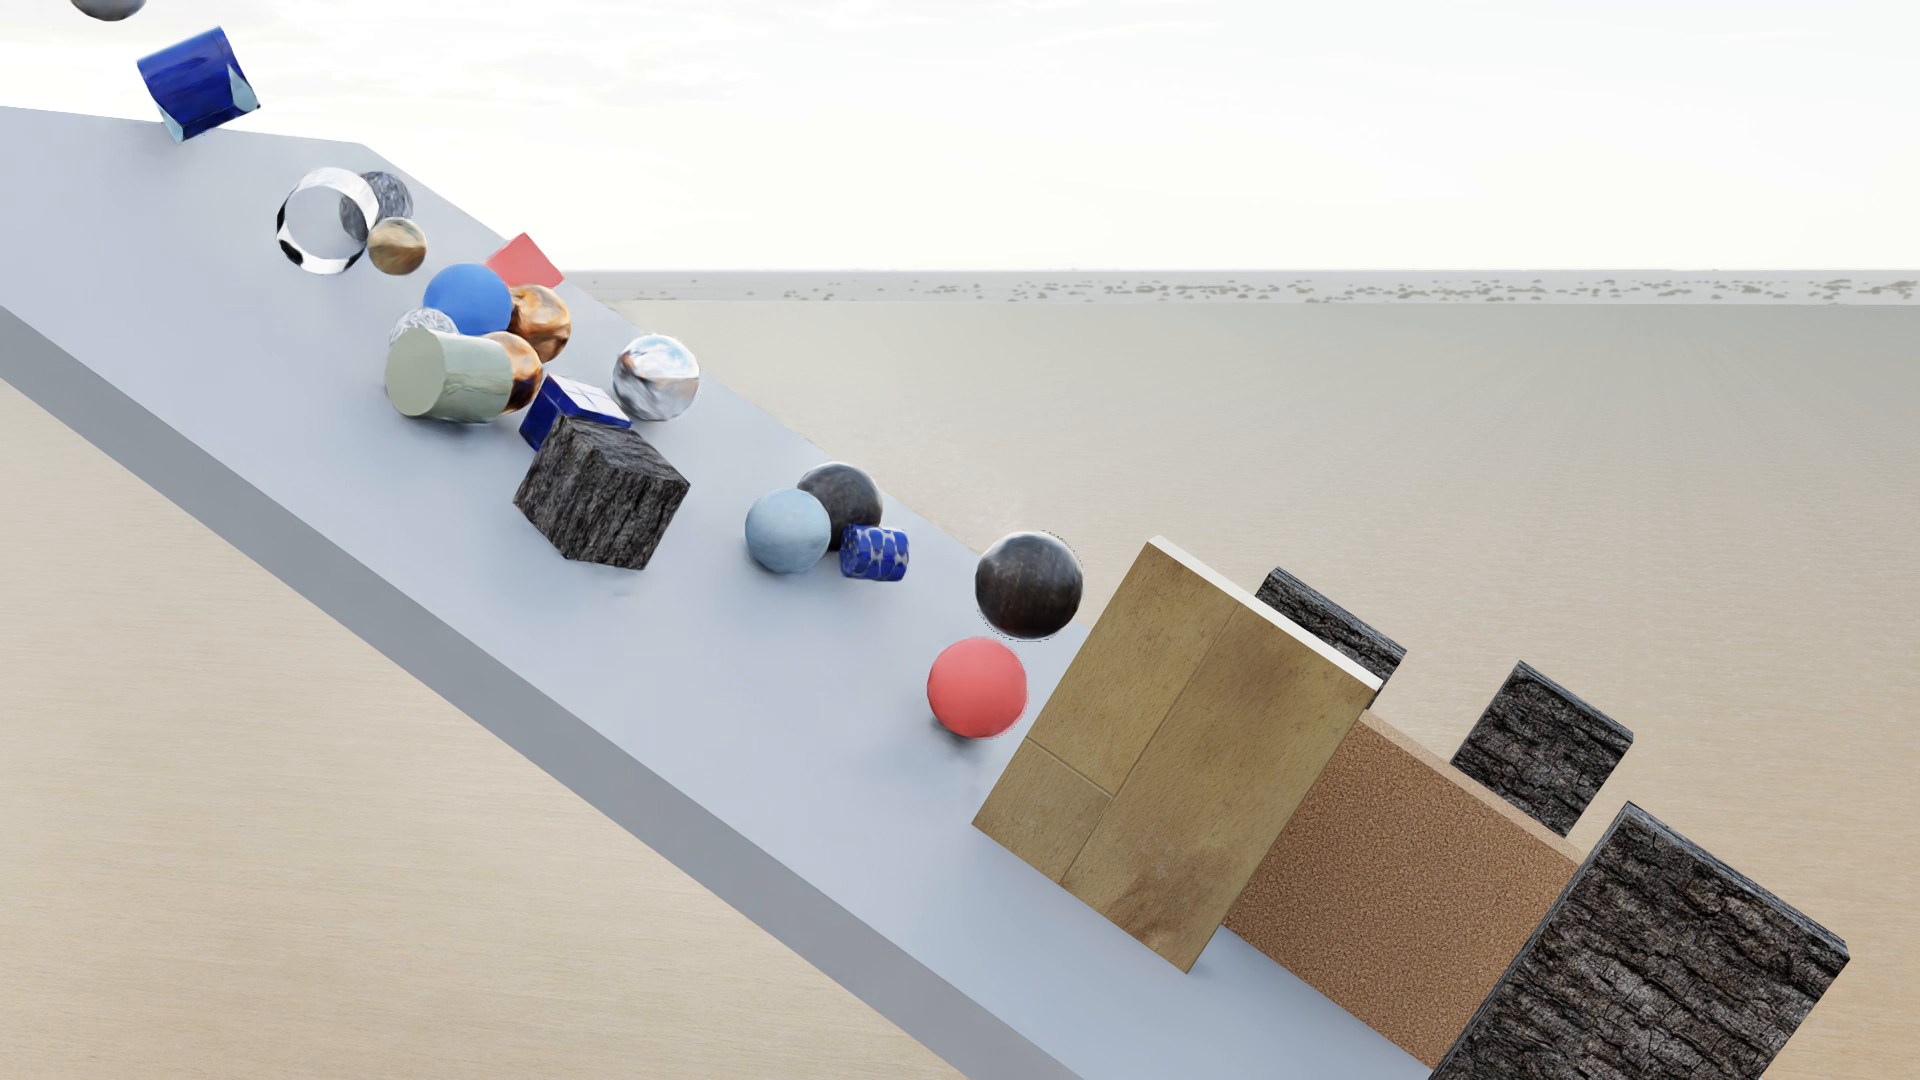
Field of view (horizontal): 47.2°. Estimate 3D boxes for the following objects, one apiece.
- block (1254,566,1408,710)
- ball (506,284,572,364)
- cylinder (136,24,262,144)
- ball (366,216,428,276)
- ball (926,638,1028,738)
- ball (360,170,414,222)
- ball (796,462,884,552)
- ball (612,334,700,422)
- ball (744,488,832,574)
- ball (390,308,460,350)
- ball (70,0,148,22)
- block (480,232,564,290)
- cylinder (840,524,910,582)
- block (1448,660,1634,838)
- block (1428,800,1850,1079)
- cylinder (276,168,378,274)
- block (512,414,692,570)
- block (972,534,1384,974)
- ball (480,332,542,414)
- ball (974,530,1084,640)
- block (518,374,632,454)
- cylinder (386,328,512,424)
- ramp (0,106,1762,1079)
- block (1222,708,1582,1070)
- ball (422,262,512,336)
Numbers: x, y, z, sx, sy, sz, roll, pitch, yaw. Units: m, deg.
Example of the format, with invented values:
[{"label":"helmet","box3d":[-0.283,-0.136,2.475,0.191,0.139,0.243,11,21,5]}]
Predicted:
[{"label":"block","box3d":[0.684,0.318,4.608,0.321,0.406,0.119,34,15,11]},{"label":"ball","box3d":[-0.880,-0.440,4.493,0.169,0.169,0.169,0,7,0]},{"label":"cylinder","box3d":[-1.589,-0.954,4.596,0.188,0.188,0.188,-26,12,-10]},{"label":"ball","box3d":[-1.091,-0.569,4.263,0.114,0.114,0.114,0,7,0]},{"label":"ball","box3d":[0.031,0.265,3.943,0.181,0.181,0.181,0,7,0]},{"label":"ball","box3d":[-1.251,-0.719,4.727,0.146,0.146,0.146,0,7,0]},{"label":"ball","box3d":[-0.250,-0.067,4.473,0.186,0.186,0.186,0,7,0]},{"label":"ball","box3d":[-0.637,-0.339,4.610,0.183,0.183,0.183,0,7,0]},{"label":"ball","box3d":[-0.328,-0.018,4.197,0.165,0.165,0.165,0,7,0]},{"label":"ball","box3d":[-0.988,-0.365,4.064,0.129,0.129,0.129,0,7,0]},{"label":"ball","box3d":[-1.660,-1.094,4.277,0.168,0.168,0.168,0,7,0]},{"label":"block","box3d":[-0.943,-0.552,4.646,0.128,0.128,0.128,-47,18,-24]},{"label":"cylinder","box3d":[-0.171,0.027,4.381,0.107,0.107,0.107,6,4,-23]},{"label":"block","box3d":[1.004,0.538,4.173,0.246,0.578,0.090,34,15,11]},{"label":"block","box3d":[0.902,0.744,3.111,0.343,0.673,0.086,34,15,11]},{"label":"cylinder","box3d":[-1.259,-0.638,4.385,0.176,0.176,0.176,-1,21,-7]},{"label":"block","box3d":[-0.620,-0.081,3.803,0.181,0.181,0.181,41,18,35]},{"label":"block","box3d":[0.344,0.345,3.546,0.425,0.560,0.091,34,15,11]},{"label":"ball","box3d":[-0.865,-0.314,4.134,0.156,0.156,0.156,0,7,0]},{"label":"ball","box3d":[0.125,0.082,4.002,0.199,0.199,0.199,0,7,0]},{"label":"block","box3d":[-0.724,-0.213,4.136,0.128,0.128,0.128,15,22,-47]},{"label":"cylinder","box3d":[-0.916,-0.293,3.946,0.158,0.158,0.158,5,0,35]},{"label":"ramp","box3d":[-0.161,0.266,4.116,4.000,0.100,2.000,34,15,11]},{"label":"block","box3d":[0.747,0.592,3.765,0.443,0.438,0.101,34,15,11]},{"label":"ball","box3d":[-0.974,-0.462,4.352,0.173,0.173,0.173,0,7,0]}]
